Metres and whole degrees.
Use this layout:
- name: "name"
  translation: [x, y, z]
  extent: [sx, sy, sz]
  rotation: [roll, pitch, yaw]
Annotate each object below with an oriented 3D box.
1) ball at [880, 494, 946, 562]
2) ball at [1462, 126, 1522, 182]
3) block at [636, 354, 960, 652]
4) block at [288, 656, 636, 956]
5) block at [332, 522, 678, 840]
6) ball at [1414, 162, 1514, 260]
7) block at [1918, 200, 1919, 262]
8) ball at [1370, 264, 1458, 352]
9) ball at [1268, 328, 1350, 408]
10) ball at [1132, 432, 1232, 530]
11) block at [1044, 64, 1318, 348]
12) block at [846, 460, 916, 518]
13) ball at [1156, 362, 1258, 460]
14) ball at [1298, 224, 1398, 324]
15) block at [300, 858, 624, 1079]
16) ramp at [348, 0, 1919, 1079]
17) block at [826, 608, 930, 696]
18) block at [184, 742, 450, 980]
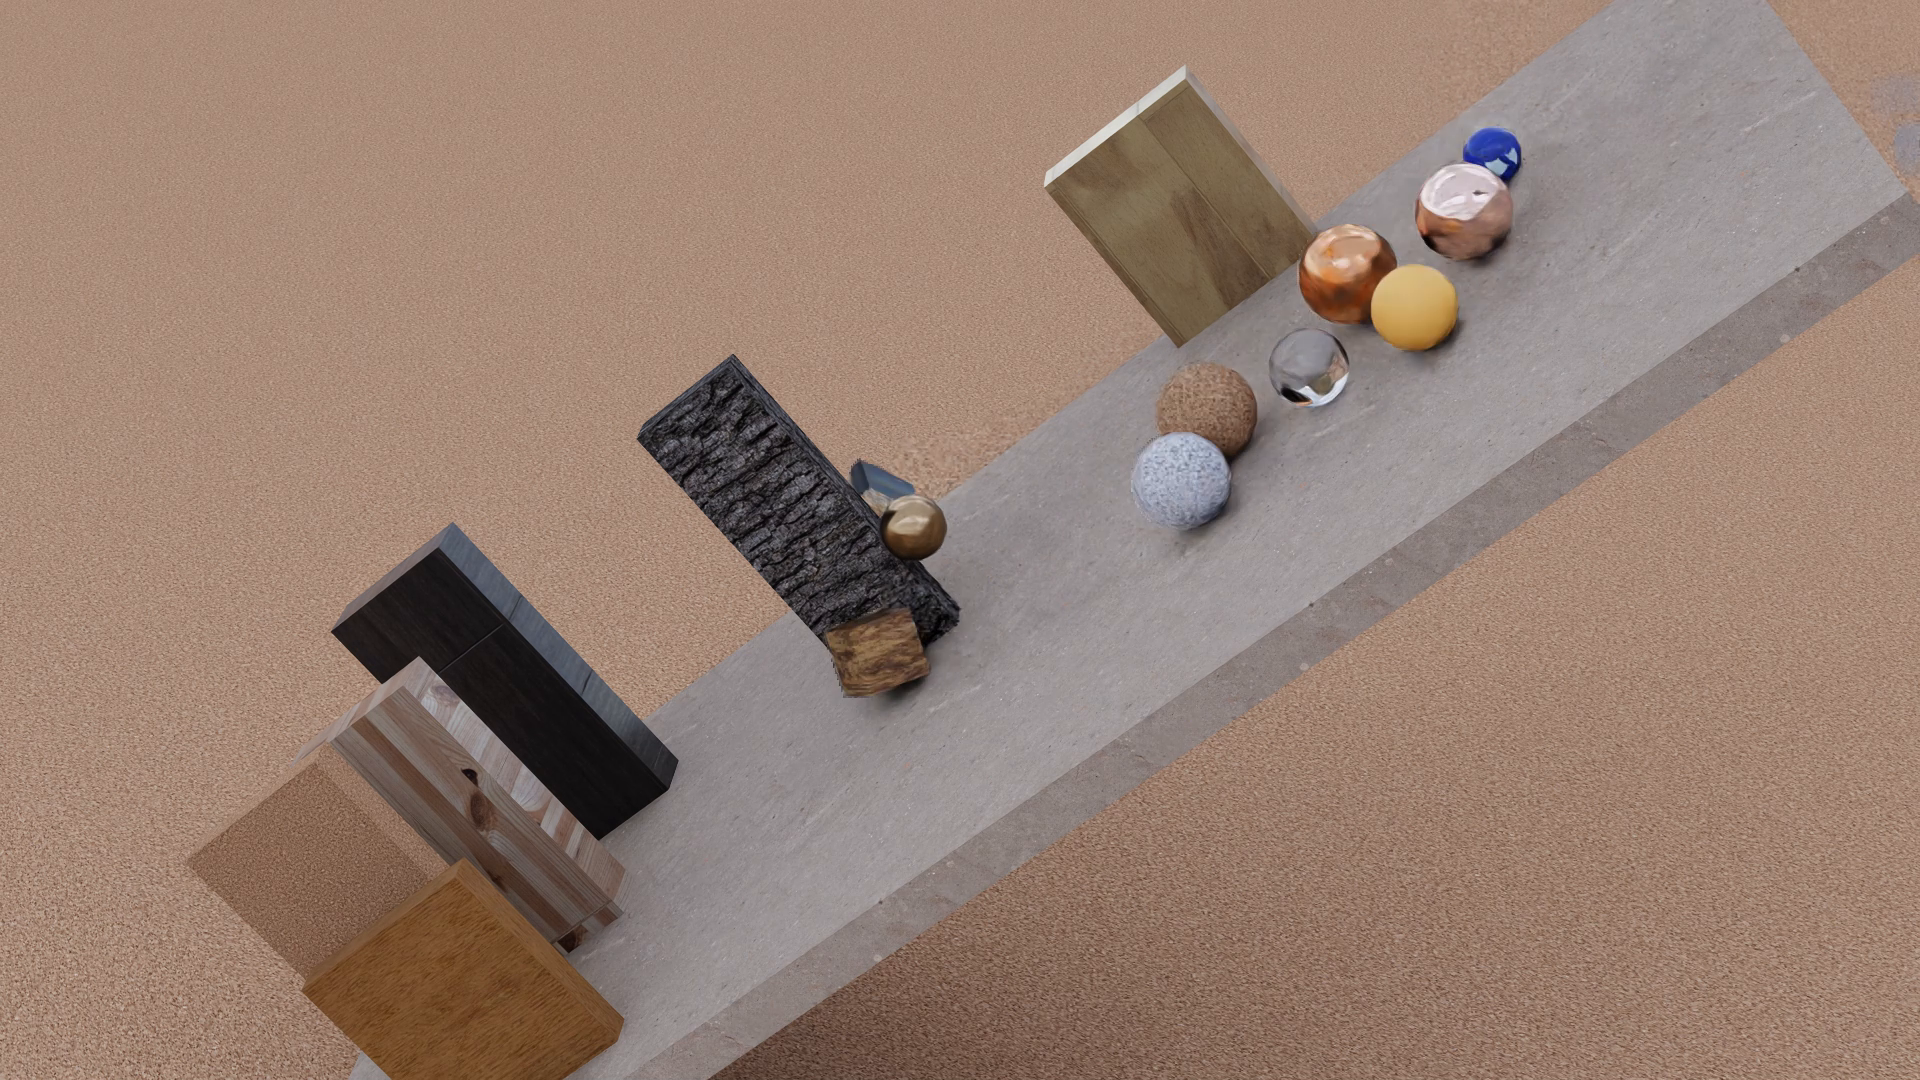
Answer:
- name: "ball"
  translation: [-0.101, -0.027, 6.370]
  extent: [0.145, 0.145, 0.145]
  rotation: [0, 24, 0]
- name: "ball"
  translation: [1.126, -0.813, 6.220]
  extent: [0.124, 0.124, 0.124]
  rotation: [0, 24, 0]
- name: "block"
  translation: [-0.348, -0.033, 6.433]
  extent: [0.265, 0.766, 0.086]
  rotation: [-36, 16, 18]
- name: "block"
  translation: [-1.102, 0.642, 6.514]
  extent: [0.368, 0.710, 0.143]
  rotation: [-36, 16, 18]
- name: "block"
  translation: [-1.077, 0.374, 7.005]
  extent: [0.354, 0.800, 0.146]
  rotation: [-36, 16, 18]
- name: "ball"
  translation: [1.017, -0.663, 5.941]
  extent: [0.197, 0.197, 0.197]
  rotation: [0, 24, 0]
- name: "block"
  translation: [2.039, -0.642, 5.973]
  extent: [0.143, 0.143, 0.143]
  rotation: [22, 63, 41]
- name: "ball"
  translation: [0.886, -0.453, 5.738]
  extent: [0.170, 0.170, 0.170]
  rotation: [0, 24, 0]
- name: "ball"
  translation: [0.701, -0.346, 5.908]
  extent: [0.160, 0.160, 0.160]
  rotation: [0, 24, 0]
- name: "ball"
  translation: [0.441, -0.118, 5.848]
  extent: [0.195, 0.195, 0.195]
  rotation: [0, 24, 0]
- name: "block"
  translation: [0.517, -0.774, 6.854]
  extent: [0.414, 0.503, 0.123]
  rotation: [-36, 16, 18]
- name: "block"
  translation: [-0.197, -0.051, 6.691]
  extent: [0.156, 0.156, 0.156]
  rotation: [26, 28, -34]
- name: "ball"
  translation: [0.508, -0.261, 6.050]
  extent: [0.208, 0.208, 0.208]
  rotation: [0, 24, 0]
- name: "ball"
  translation: [0.808, -0.552, 6.119]
  extent: [0.208, 0.208, 0.208]
  rotation: [0, 24, 0]
- name: "block"
  translation: [-0.999, 0.936, 5.916]
  extent: [0.432, 0.475, 0.080]
  rotation: [-36, 16, 18]
- name: "ramp"
  translation: [0.119, 0.186, 6.345]
  extent: [4.000, 0.100, 2.000]
  rotation: [-36, 16, 18]
- name: "block"
  translation: [-0.177, 0.241, 6.335]
  extent: [0.148, 0.148, 0.148]
  rotation: [-20, 5, -22]
- name: "block"
  translation: [-1.221, 0.820, 6.214]
  extent: [0.387, 0.766, 0.093]
  rotation: [-36, 16, 18]
